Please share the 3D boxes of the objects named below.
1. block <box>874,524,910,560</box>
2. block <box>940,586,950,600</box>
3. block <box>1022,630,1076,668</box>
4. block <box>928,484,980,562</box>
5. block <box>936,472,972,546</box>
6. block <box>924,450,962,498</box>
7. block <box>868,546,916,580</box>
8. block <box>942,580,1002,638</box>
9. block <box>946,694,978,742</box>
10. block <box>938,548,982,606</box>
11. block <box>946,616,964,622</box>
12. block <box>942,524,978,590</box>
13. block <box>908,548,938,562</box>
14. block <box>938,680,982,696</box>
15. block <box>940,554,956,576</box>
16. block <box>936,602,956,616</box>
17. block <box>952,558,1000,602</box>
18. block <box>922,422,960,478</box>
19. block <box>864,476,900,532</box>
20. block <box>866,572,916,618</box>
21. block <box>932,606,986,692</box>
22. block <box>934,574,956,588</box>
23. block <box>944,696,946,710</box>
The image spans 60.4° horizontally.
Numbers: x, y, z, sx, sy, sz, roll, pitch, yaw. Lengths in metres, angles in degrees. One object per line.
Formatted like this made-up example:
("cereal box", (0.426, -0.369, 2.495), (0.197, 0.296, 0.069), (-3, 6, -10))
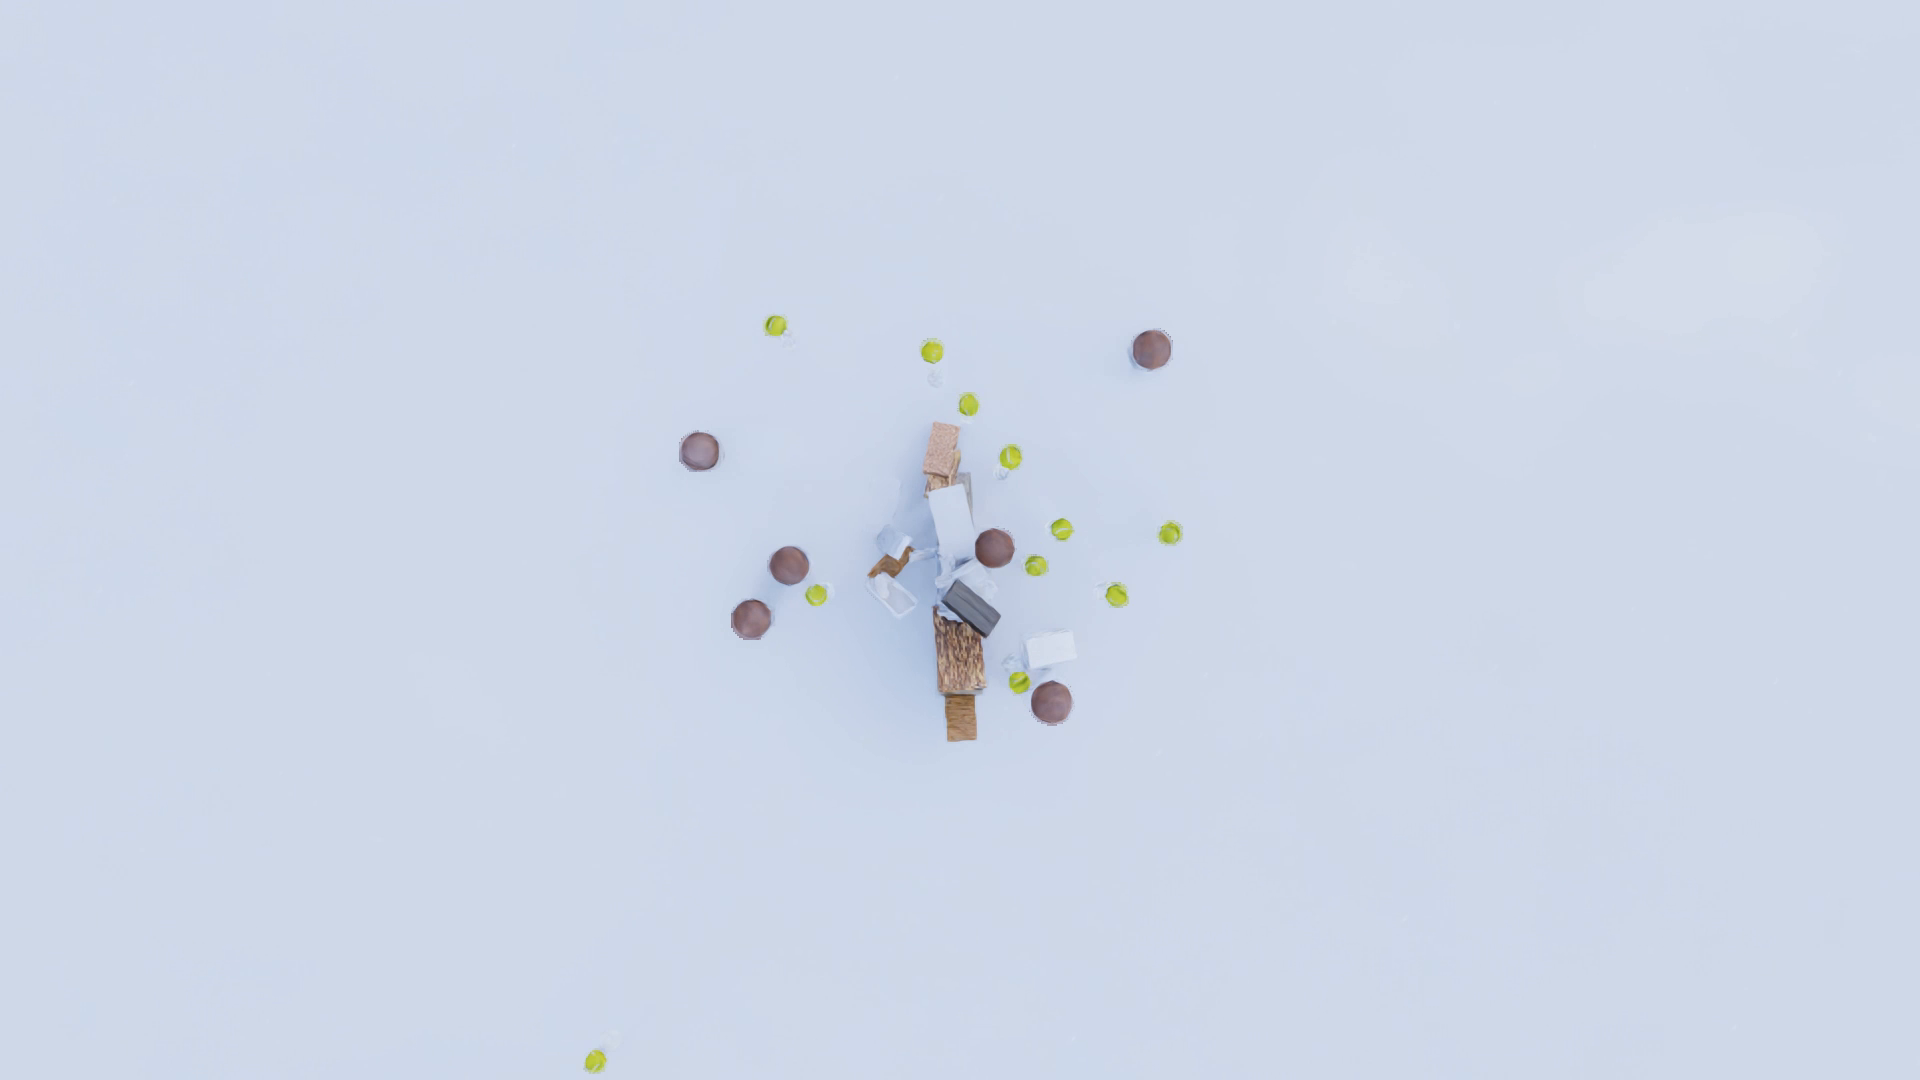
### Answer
("block", (-0.222, 0.006, 5.397), (0.023, 0.159, 0.080), (29, 91, -30))
("block", (-0.028, 0.157, 5.378), (0.045, 0.013, 0.091), (21, 74, 6))
("block", (0.291, 0.356, 5.369), (0.183, 0.026, 0.091), (-10, 92, -30))
("block", (-0.021, -0.053, 5.380), (0.120, 0.034, 0.240), (-14, 89, 0))
("block", (-0.019, -0.102, 5.448), (0.120, 0.034, 0.240), (-1, 72, 0))
("block", (-0.057, -0.219, 5.453), (0.090, 0.026, 0.180), (11, 70, 5))
("block", (-0.223, 0.078, 5.440), (0.159, 0.080, 0.023), (-46, 46, 18))
("block", (0.036, 0.217, 5.202), (0.183, 0.026, 0.091), (40, 57, -8))
("block", (0.002, 0.559, 5.348), (0.097, 0.027, 0.193), (-3, 56, 0))
("block", (0.000, 0.175, 5.436), (0.148, 0.042, 0.295), (-1, 73, 0))
("block", (0.021, 0.237, 5.311), (0.120, 0.017, 0.060), (10, 55, 29))
("block", (0.000, 0.065, 5.431), (0.120, 0.034, 0.240), (0, 73, 0))
("block", (-0.123, 0.048, 5.420), (0.091, 0.045, 0.013), (-10, 62, -17))
("block", (-0.001, 0.364, 5.415), (0.148, 0.042, 0.295), (-1, 63, 0))
("block", (-0.034, 0.095, 5.358), (0.045, 0.013, 0.091), (-15, 106, -2))
("block", (-0.012, 0.215, 5.312), (0.120, 0.017, 0.060), (-3, 48, 34))
("block", (0.051, 0.137, 5.286), (0.091, 0.183, 0.026), (-34, 49, 2))
("block", (-0.062, -0.299, 5.455), (0.090, 0.025, 0.180), (11, 70, 4))
("block", (-0.260, -0.114, 5.487), (0.090, 0.026, 0.180), (11, 90, 0))
("block", (-0.226, 0.179, 5.386), (0.080, 0.023, 0.159), (-32, 67, -36))
("block", (-0.004, 0.344, 5.295), (0.148, 0.042, 0.295), (-5, 56, -1))
("block", (-0.047, 0.131, 5.296), (0.060, 0.120, 0.017), (-14, 99, -2))
("block", (-0.003, 0.521, 5.441), (0.097, 0.027, 0.194), (-3, 63, 0))
